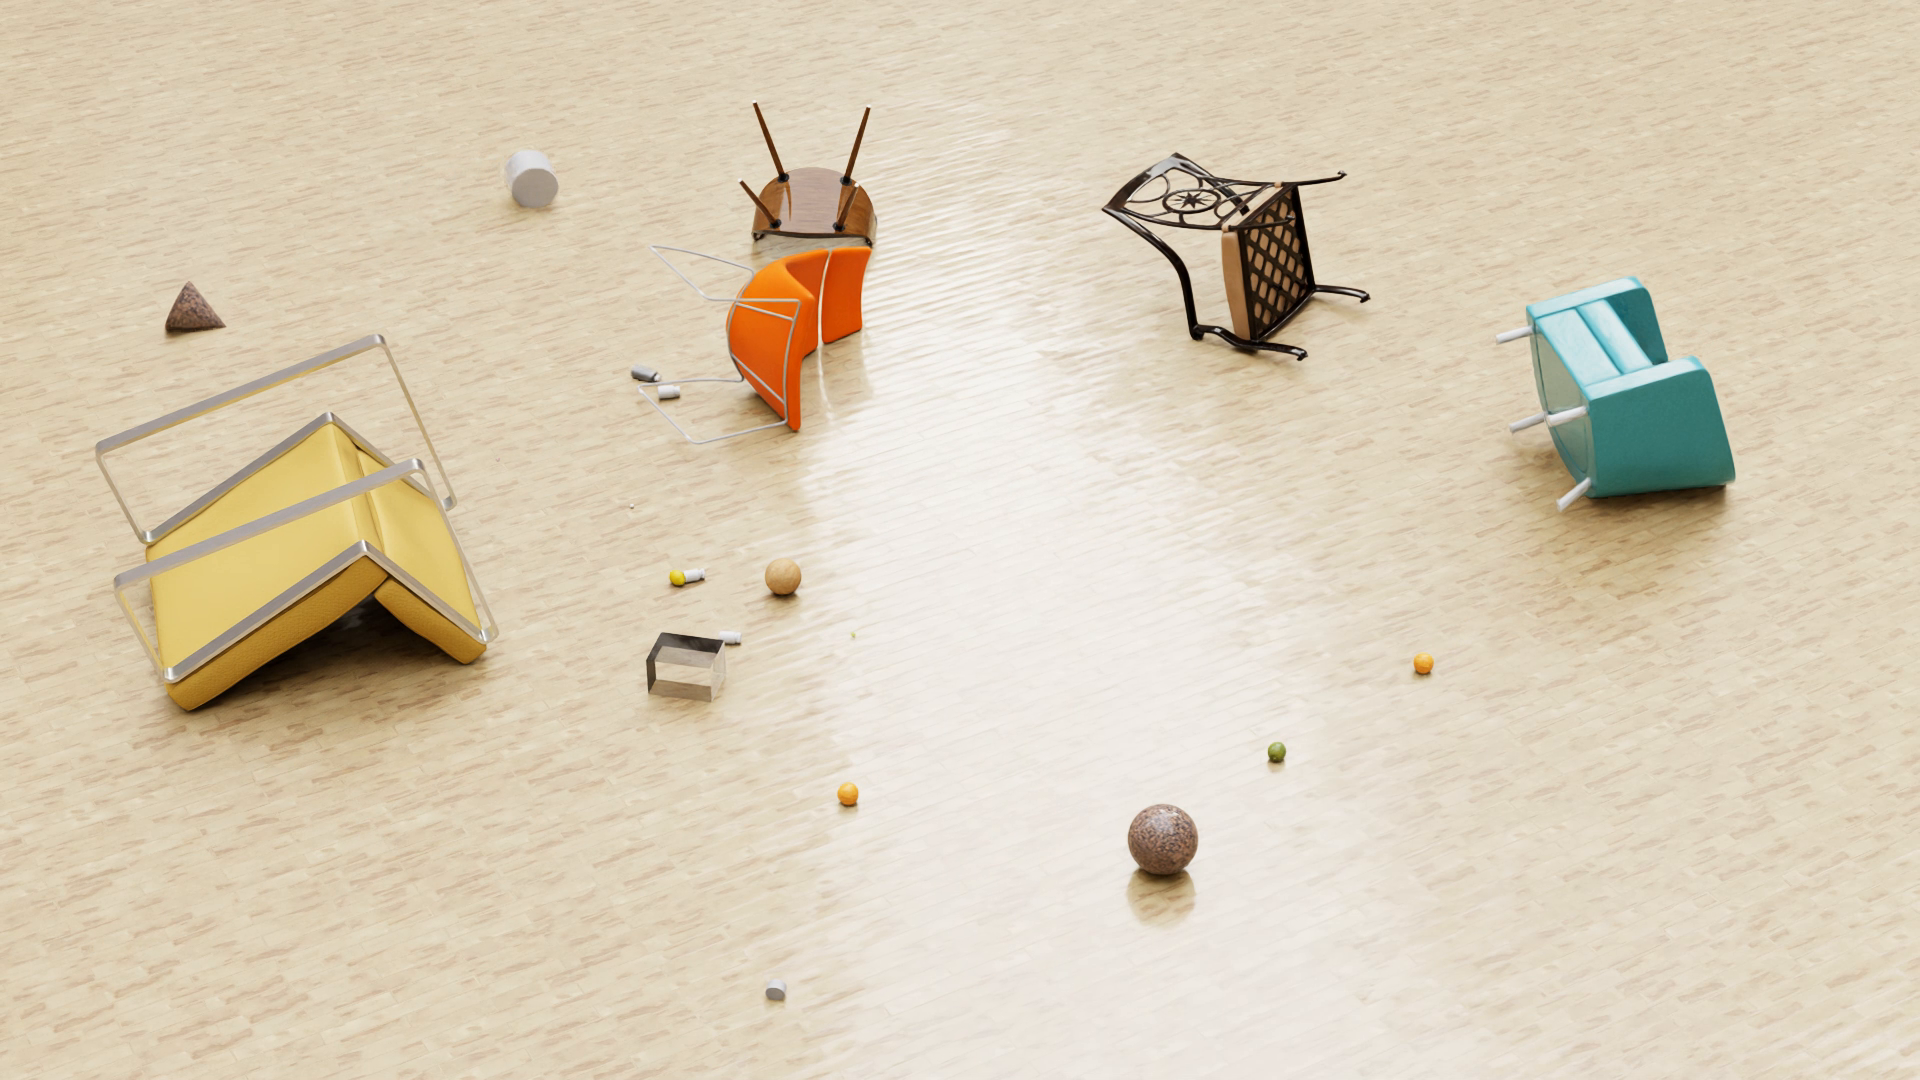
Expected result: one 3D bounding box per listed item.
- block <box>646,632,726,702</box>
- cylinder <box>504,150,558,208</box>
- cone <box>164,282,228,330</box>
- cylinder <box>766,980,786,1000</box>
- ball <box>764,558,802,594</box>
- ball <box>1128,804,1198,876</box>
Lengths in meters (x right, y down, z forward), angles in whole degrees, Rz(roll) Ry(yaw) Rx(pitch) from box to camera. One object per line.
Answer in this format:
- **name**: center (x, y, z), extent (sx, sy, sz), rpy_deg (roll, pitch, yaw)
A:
- **block**: center (-0.947, 0.440, 10.147), extent (0.229, 0.143, 0.174), rpy_deg (7, 34, 11)
- **cylinder**: center (-1.938, -1.629, 13.236), extent (0.211, 0.199, 0.190), rpy_deg (-5, 32, -15)
- **cone**: center (-3.176, -0.938, 12.290), extent (0.223, 0.172, 0.242), rpy_deg (24, 59, -5)
- **cylinder**: center (-0.555, 1.356, 8.841), extent (0.060, 0.051, 0.037), rpy_deg (8, 34, 4)
- **ball**: center (-0.640, 0.132, 10.622), extent (0.134, 0.134, 0.134), rpy_deg (0, 33, 0)
- **ball**: center (0.644, 0.949, 9.298), extent (0.227, 0.227, 0.227), rpy_deg (0, 33, 0)
